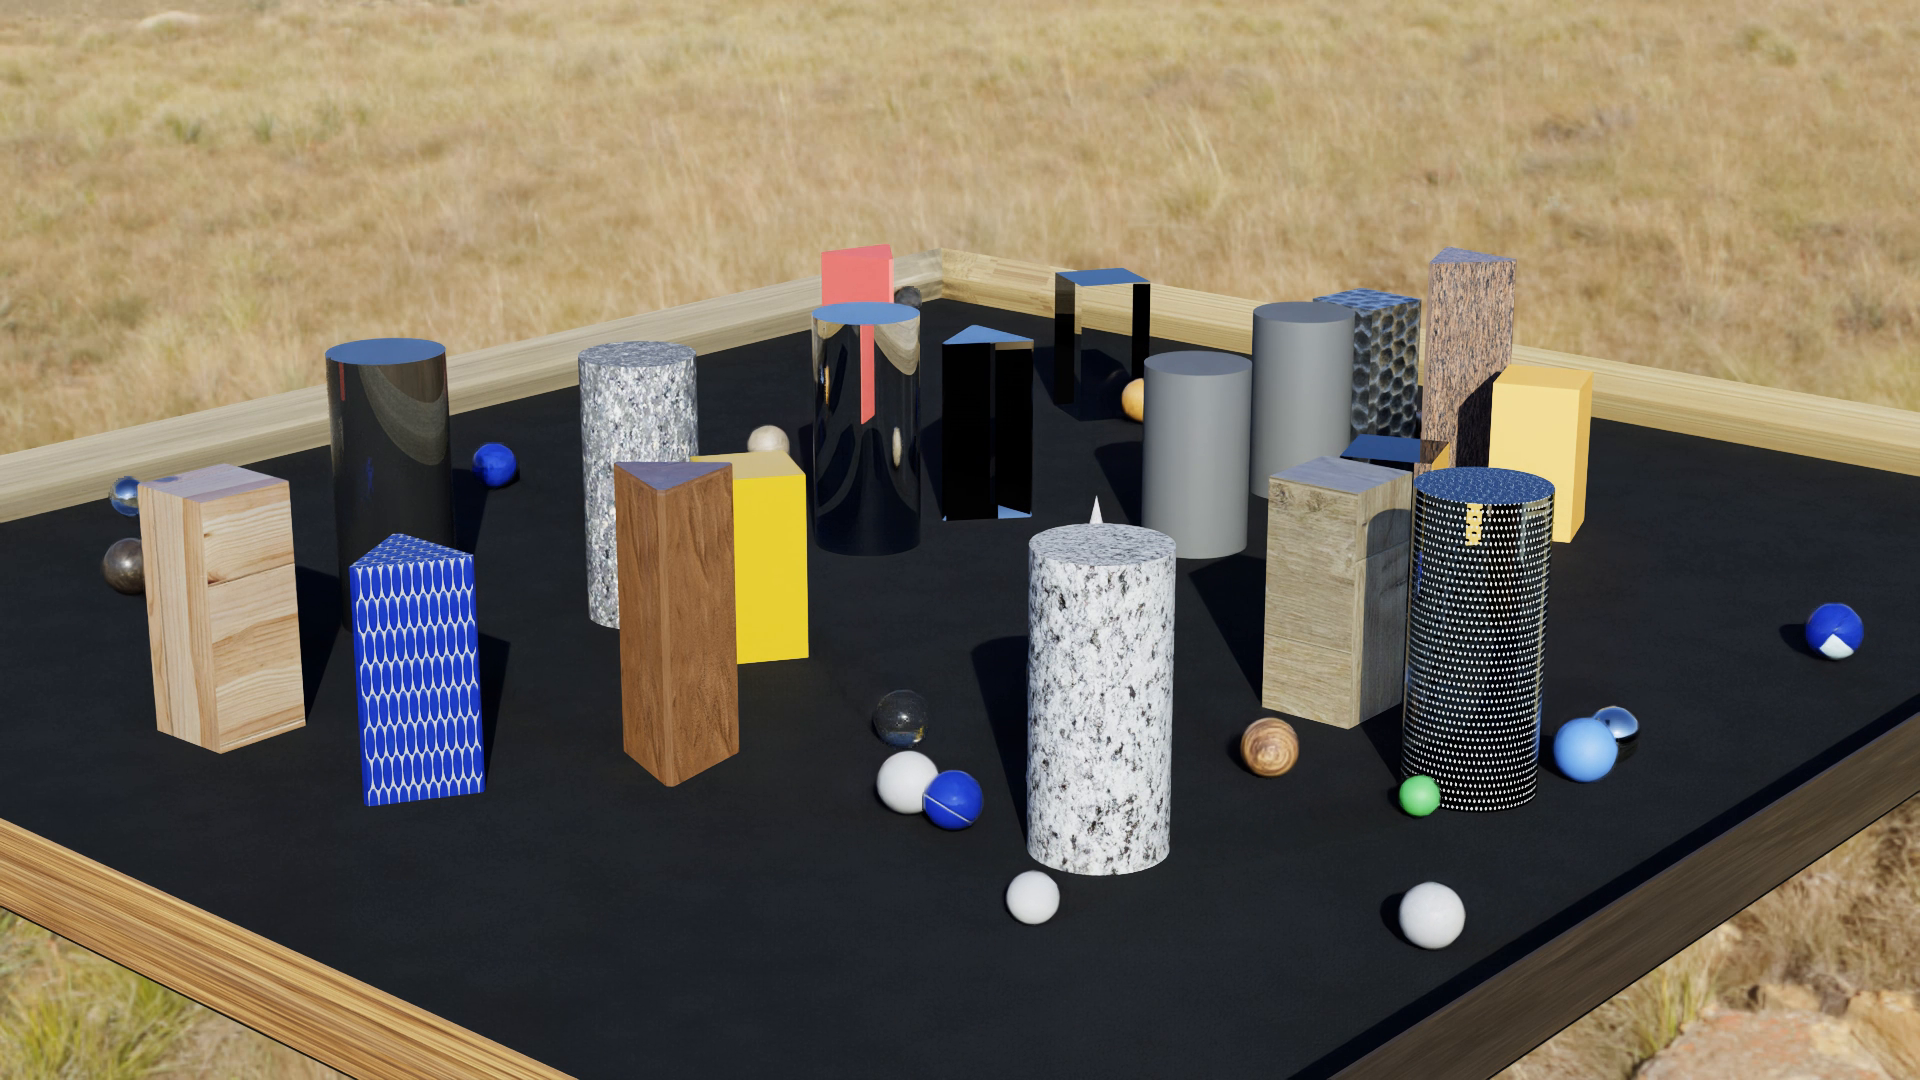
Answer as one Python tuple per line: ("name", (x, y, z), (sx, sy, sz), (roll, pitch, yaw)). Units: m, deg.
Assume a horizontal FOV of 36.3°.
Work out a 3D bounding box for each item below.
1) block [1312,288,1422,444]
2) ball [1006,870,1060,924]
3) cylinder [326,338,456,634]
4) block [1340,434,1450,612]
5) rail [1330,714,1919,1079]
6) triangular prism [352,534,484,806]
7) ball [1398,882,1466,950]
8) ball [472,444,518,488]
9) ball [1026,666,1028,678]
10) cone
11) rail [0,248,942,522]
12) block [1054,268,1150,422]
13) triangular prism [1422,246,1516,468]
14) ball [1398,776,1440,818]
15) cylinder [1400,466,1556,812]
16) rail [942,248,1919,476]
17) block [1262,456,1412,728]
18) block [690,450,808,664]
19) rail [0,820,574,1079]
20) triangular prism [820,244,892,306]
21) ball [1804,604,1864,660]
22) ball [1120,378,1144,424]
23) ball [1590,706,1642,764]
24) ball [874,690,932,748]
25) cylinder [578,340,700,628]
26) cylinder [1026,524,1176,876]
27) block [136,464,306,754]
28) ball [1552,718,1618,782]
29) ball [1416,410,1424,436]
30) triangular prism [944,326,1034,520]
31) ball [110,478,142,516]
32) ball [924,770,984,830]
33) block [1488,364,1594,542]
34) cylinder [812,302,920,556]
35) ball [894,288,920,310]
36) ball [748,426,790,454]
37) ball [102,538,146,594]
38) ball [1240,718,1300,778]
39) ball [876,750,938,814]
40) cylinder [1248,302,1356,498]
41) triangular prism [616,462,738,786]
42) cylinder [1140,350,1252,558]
("block", (0.835, -0.346, 6.062), (0.158, 0.311, 0.158), (-15, 22, -41))
("ball", (0.095, 0.463, 3.795), (0.070, 0.070, 0.070), (0, 17, 0))
("cylinder", (-0.953, -0.088, 4.930), (0.197, 0.470, 0.197), (0, 17, 0))
("block", (0.749, -0.029, 5.085), (0.158, 0.267, 0.158), (6, 18, 19))
("rail", (1.237, 0.342, 4.091), (0.045, 0.128, 3.684), (14, 22, 39))
("triangular prism", (-0.793, 0.181, 4.235), (0.171, 0.356, 0.148), (-6, 18, -18))
("ball", (0.598, 0.477, 3.723), (0.085, 0.085, 0.085), (0, 17, 0))
("ball", (-0.919, -0.147, 5.784), (0.089, 0.089, 0.089), (0, 17, 0))
("ball", (0.149, 0.208, 4.608), (0.089, 0.089, 0.089), (0, 17, 0))
("cone", (0.194, 0.142, 4.234), (0.197, 0.430, 0.197), (0, 17, 0))
("rail", (-1.237, -0.278, 6.149), (0.045, 0.128, 3.684), (14, 22, 39))
("block", (0.306, -0.424, 6.347), (0.158, 0.296, 0.158), (-6, 18, -18))
("triangular prism", (0.959, -0.319, 5.684), (0.171, 0.477, 0.148), (-3, 17, -9))
("ball", (0.649, 0.363, 4.147), (0.058, 0.058, 0.058), (0, 17, 0))
("cylinder", (0.738, 0.141, 4.195), (0.197, 0.456, 0.197), (0, 17, 0))
("rail", (1.192, -0.364, 6.434), (3.325, 0.128, 0.045), (14, 22, 39))
("block", (0.583, 0.078, 4.542), (0.158, 0.375, 0.158), (13, 21, 37))
("block", (-0.346, 0.028, 4.819), (0.158, 0.312, 0.158), (-5, 17, -15))
("rail", (-1.192, 0.428, 3.805), (3.325, 0.128, 0.045), (14, 22, 39))
("triangular prism", (-0.191, -0.464, 6.398), (0.171, 0.342, 0.148), (8, 19, 25))
("ball", (1.430, 0.150, 4.794), (0.093, 0.093, 0.093), (0, 17, 0))
("ball", (0.392, -0.298, 6.274), (0.096, 0.096, 0.096), (0, 17, 0))
("ball", (0.968, 0.289, 4.347), (0.085, 0.085, 0.085), (0, 17, 0))
("ball", (-0.085, 0.269, 4.408), (0.088, 0.088, 0.088), (0, 17, 0))
("cylinder", (-0.541, -0.094, 4.977), (0.197, 0.454, 0.197), (0, 17, 0))
("cylinder", (0.191, 0.215, 3.984), (0.197, 0.437, 0.197), (0, 17, 0))
("block", (-1.117, 0.101, 4.440), (0.158, 0.390, 0.158), (14, 21, 38))
("ball", (0.910, 0.306, 4.274), (0.094, 0.094, 0.094), (0, 17, 0))
("ball", (0.976, -0.247, 6.181), (0.052, 0.052, 0.052), (0, 17, 0))
("triangular prism", (0.040, -0.227, 5.609), (0.171, 0.344, 0.148), (-3, 17, -10))
("ball", (-1.586, -0.082, 5.600), (0.072, 0.072, 0.072), (0, 17, 0))
("ball", (-0.008, 0.364, 4.098), (0.085, 0.085, 0.085), (0, 17, 0))
("block", (1.085, -0.164, 5.491), (0.158, 0.291, 0.158), (6, 18, 20))
("cylinder", (-0.171, -0.205, 5.385), (0.197, 0.432, 0.197), (0, 17, 0))
("ball", (-0.132, -0.596, 7.313), (0.067, 0.067, 0.067), (0, 17, 0))
("ball", (-0.387, -0.189, 5.930), (0.086, 0.086, 0.086), (0, 17, 0))
("ball", (-1.449, 0.046, 5.128), (0.099, 0.099, 0.099), (0, 17, 0))
("ball", (0.454, 0.304, 4.292), (0.088, 0.088, 0.088), (0, 17, 0))
("ball", (-0.073, 0.344, 4.154), (0.090, 0.090, 0.090), (0, 17, 0))
("cylinder", (0.667, -0.272, 5.737), (0.197, 0.356, 0.197), (0, 17, 0))
("triangular prism", (-0.440, 0.112, 4.304), (0.148, 0.448, 0.171), (10, 19, 30))
("cylinder", (0.433, -0.158, 5.385), (0.197, 0.342, 0.197), (0, 17, 0))
